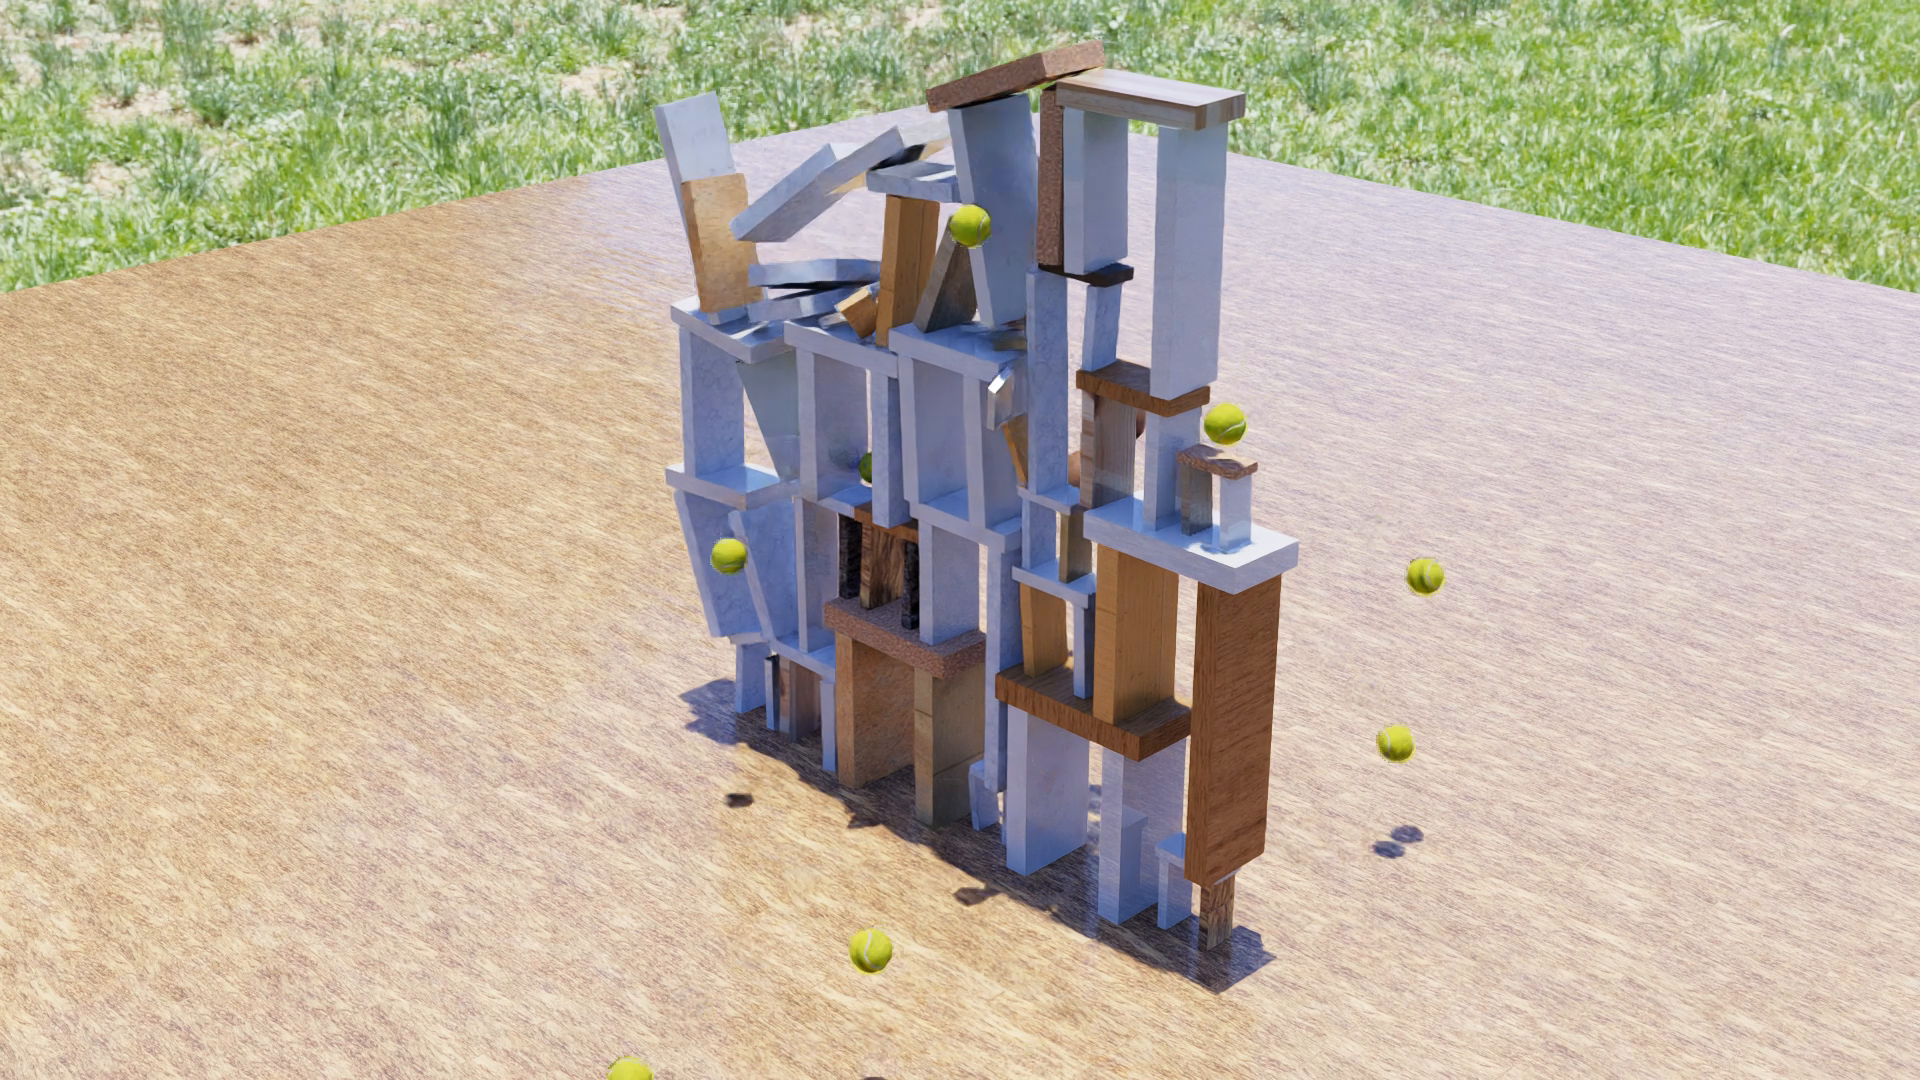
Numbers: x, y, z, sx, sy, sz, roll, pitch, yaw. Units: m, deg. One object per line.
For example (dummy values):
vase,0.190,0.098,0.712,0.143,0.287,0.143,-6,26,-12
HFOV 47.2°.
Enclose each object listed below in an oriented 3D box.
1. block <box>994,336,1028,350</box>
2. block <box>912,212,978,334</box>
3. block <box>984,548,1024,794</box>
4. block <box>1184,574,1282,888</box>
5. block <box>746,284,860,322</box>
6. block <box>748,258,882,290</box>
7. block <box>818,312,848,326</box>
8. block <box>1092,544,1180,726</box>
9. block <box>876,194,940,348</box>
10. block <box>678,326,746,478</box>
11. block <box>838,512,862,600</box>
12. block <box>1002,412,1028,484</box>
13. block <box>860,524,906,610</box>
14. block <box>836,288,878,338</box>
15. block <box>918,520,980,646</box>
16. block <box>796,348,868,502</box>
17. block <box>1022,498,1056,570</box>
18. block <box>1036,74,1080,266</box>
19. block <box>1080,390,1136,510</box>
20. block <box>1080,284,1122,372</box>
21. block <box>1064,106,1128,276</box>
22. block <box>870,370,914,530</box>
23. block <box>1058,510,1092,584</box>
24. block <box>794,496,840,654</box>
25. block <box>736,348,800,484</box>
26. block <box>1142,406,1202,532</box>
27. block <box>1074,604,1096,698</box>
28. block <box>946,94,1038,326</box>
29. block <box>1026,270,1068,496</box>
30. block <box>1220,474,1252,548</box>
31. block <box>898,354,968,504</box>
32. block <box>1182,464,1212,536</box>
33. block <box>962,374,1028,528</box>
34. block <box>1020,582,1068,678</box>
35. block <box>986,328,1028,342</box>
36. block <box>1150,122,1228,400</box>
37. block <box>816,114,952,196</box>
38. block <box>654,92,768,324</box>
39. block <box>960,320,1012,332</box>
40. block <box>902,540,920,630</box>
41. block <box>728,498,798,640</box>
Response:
block,0.117,-0.355,3.933,0.058,0.016,0.115,-17,11,-34
block,0.003,-0.496,4.024,0.123,0.247,0.035,-20,55,-39
block,0.107,0.232,4.203,0.127,0.514,0.036,-21,31,-40
block,0.476,0.318,3.843,0.170,0.580,0.048,-21,31,-41
block,-0.311,-0.470,4.372,0.131,0.037,0.262,-17,11,-26
block,-0.273,-0.523,4.327,0.149,0.042,0.298,-2,4,-40
block,-0.221,-0.426,4.200,0.062,0.018,0.124,-14,6,-22
block,0.317,0.145,3.944,0.048,0.340,0.170,21,31,41
block,-0.097,-0.513,4.110,0.035,0.293,0.123,22,31,30
block,-0.527,-0.307,4.682,0.136,0.326,0.039,-20,30,-40
block,-0.203,0.019,4.457,0.027,0.187,0.094,22,31,38
block,0.119,-0.167,3.992,0.058,0.115,0.016,-26,12,-34
block,-0.155,0.040,4.406,0.094,0.188,0.027,-21,35,-40
block,-0.181,-0.424,4.121,0.062,0.124,0.018,-30,65,5
block,-0.020,0.066,4.262,0.127,0.254,0.036,-21,30,-40
block,-0.252,-0.249,4.378,0.044,0.312,0.156,17,28,35
block,0.146,-0.022,4.043,0.069,0.139,0.020,-22,32,-37
block,0.184,-0.634,3.765,0.042,0.297,0.148,12,26,24
block,0.260,-0.170,3.854,0.107,0.213,0.030,-20,30,-38
block,0.244,-0.372,3.785,0.022,0.152,0.076,20,30,33
block,0.230,-0.601,3.711,0.040,0.279,0.139,14,27,34
block,-0.100,-0.193,4.244,0.044,0.311,0.156,20,30,38
block,0.211,0.004,3.982,0.020,0.139,0.069,23,34,39
block,-0.293,0.062,4.558,0.094,0.346,0.027,-20,30,-39
block,-0.354,-0.266,4.584,0.136,0.273,0.039,-18,14,10
block,0.363,-0.131,3.763,0.107,0.213,0.030,-20,30,-39
block,0.250,0.188,4.037,0.027,0.187,0.094,19,29,42
block,0.079,-0.586,3.906,0.148,0.385,0.042,-20,19,-31
block,0.156,-0.282,3.900,0.076,0.412,0.022,-19,30,-34
block,0.463,-0.053,3.693,0.062,0.124,0.018,-21,27,-40
block,-0.045,-0.225,4.163,0.143,0.286,0.041,-21,28,-40
block,0.404,-0.076,3.745,0.062,0.124,0.018,-21,27,-40
block,0.075,-0.179,4.053,0.041,0.286,0.143,16,28,41
block,0.158,0.153,4.116,0.027,0.187,0.094,18,31,42
block,0.098,-0.374,3.976,0.048,0.014,0.095,-19,12,-41
block,0.377,-0.466,3.622,0.040,0.453,0.140,18,29,37
block,-0.128,-0.714,4.077,0.149,0.042,0.298,-19,2,-34
block,-0.502,-0.672,4.464,0.131,0.449,0.037,-25,19,-36
block,0.052,-0.391,4.021,0.095,0.014,0.048,4,17,40
block,-0.068,0.076,4.320,0.094,0.188,0.027,-21,35,-40
block,-0.387,0.056,4.668,0.140,0.280,0.040,-20,7,-40
